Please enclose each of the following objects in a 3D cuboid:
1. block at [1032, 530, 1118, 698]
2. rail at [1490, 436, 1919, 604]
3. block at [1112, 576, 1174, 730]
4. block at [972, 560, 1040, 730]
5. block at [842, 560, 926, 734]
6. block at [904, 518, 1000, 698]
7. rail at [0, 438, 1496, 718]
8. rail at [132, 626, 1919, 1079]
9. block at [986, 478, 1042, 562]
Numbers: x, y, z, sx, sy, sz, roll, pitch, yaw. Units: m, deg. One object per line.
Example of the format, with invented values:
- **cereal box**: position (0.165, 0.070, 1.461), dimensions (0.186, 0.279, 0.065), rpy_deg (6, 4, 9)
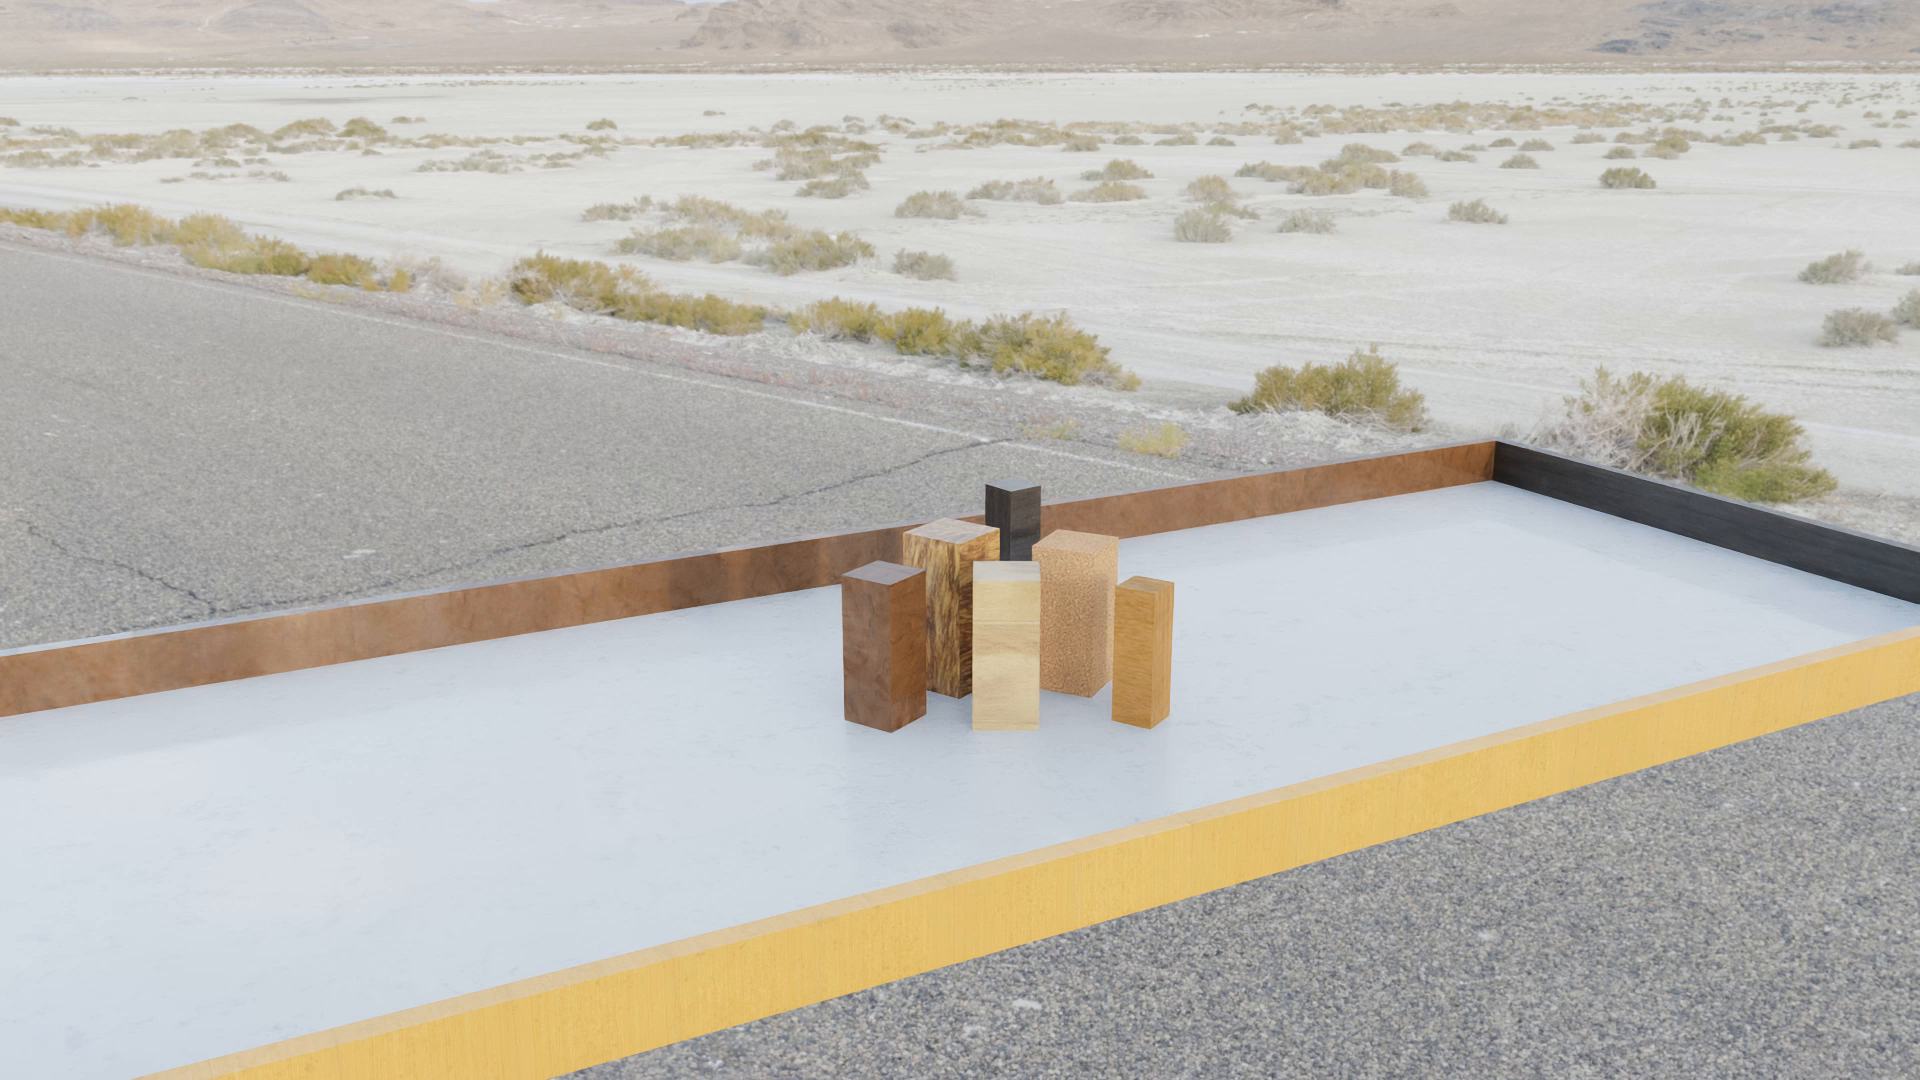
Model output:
- **block**: position (0.284, 0.180, 4.089), dimensions (0.162, 0.368, 0.162), rpy_deg (8, 18, 25)
- **rail**: position (2.466, -0.048, 5.253), dimensions (0.050, 0.150, 2.100), rpy_deg (-9, 18, -27)
- **block**: position (0.429, 0.263, 3.869), dimensions (0.102, 0.333, 0.102), rpy_deg (10, 19, 31)
- **block**: position (0.107, 0.247, 3.866), dimensions (0.154, 0.366, 0.154), rpy_deg (0, 16, 1)
- **block**: position (-0.177, 0.248, 3.870), dimensions (0.139, 0.361, 0.139), rpy_deg (11, 20, 33)
- **block**: position (-0.020, 0.166, 4.089), dimensions (0.169, 0.395, 0.169), rpy_deg (12, 20, 34)
- **rail**: position (-3.305, 0.497, 3.399), dimensions (12.000, 0.150, 0.050), rpy_deg (-9, 18, -27)
- **rail**: position (-2.336, 1.006, 1.665), dimensions (12.000, 0.150, 0.050), rpy_deg (-9, 18, -27)
- **block**: position (0.139, 0.065, 4.358), dimensions (0.103, 0.437, 0.103), rpy_deg (-13, 21, -37)
